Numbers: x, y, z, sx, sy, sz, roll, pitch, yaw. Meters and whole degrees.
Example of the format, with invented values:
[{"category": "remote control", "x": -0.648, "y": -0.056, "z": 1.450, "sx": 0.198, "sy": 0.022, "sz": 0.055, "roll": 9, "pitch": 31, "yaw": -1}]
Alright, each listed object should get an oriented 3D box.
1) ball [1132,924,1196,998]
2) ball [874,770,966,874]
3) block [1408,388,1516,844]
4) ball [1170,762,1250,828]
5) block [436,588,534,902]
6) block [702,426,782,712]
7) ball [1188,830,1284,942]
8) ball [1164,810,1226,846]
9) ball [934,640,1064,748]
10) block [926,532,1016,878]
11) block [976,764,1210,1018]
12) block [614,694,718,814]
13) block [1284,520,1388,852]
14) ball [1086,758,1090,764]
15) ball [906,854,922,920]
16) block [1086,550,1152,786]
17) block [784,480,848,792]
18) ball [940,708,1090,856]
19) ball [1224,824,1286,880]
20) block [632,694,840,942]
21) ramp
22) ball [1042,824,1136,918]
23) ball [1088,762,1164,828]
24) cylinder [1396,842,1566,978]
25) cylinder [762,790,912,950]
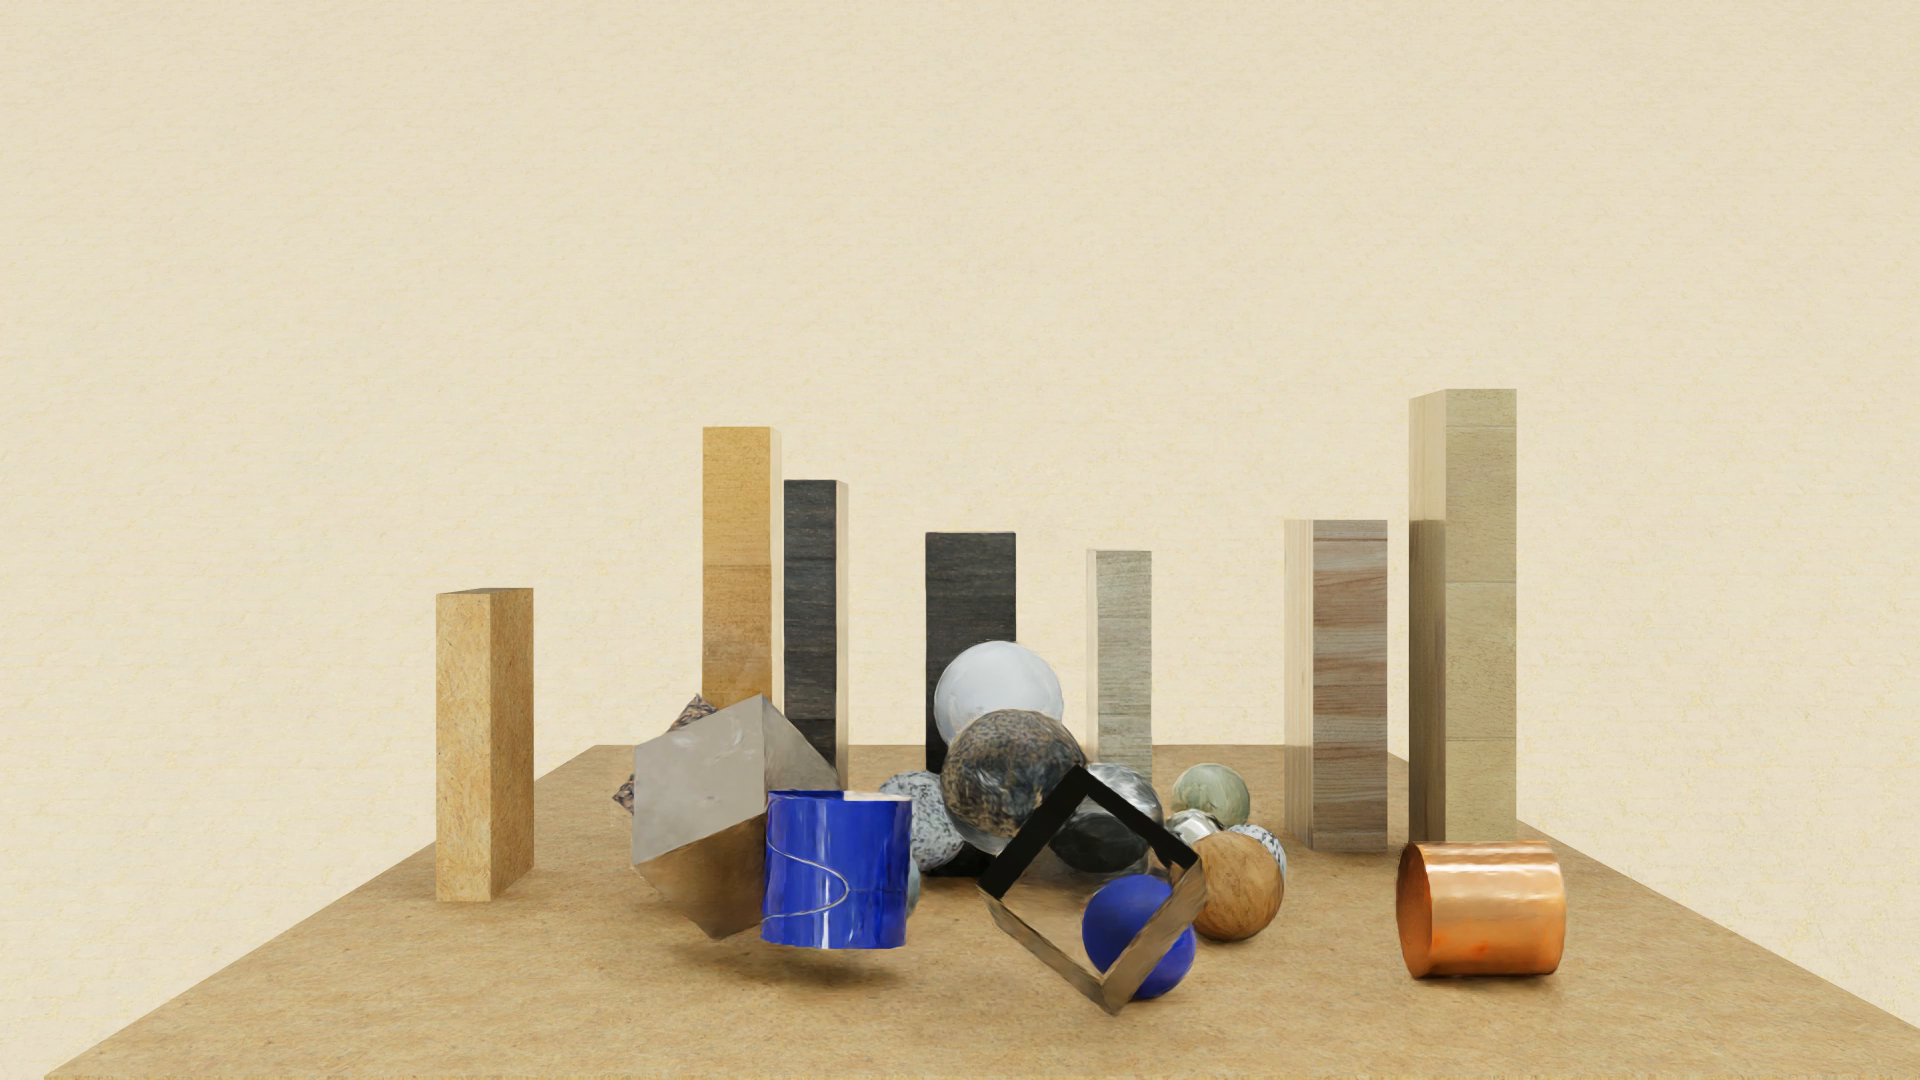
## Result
[{"category": "ball", "x": 0.215, "y": 0.478, "z": 3.066, "sx": 0.130, "sy": 0.130, "sz": 0.130, "roll": 0, "pitch": 29, "yaw": 0}, {"category": "ball", "x": -0.066, "y": 0.438, "z": 4.026, "sx": 0.160, "sy": 0.160, "sz": 0.160, "roll": 0, "pitch": 29, "yaw": 0}, {"category": "block", "x": 0.834, "y": 0.147, "z": 4.307, "sx": 0.114, "sy": 0.779, "sz": 0.339, "roll": 0, "pitch": 0, "yaw": 0}, {"category": "ball", "x": 0.442, "y": 0.464, "z": 4.565, "sx": 0.142, "sy": 0.142, "sz": 0.142, "roll": 0, "pitch": 29, "yaw": 0}, {"category": "block", "x": -0.742, "y": 0.309, "z": 4.057, "sx": 0.081, "sy": 0.459, "sz": 0.397, "roll": 0, "pitch": 0, "yaw": 0}, {"category": "block", "x": -0.376, "y": 0.172, "z": 4.489, "sx": 0.115, "sy": 0.727, "sz": 0.270, "roll": 0, "pitch": 0, "yaw": 0}, {"category": "ball", "x": 0.362, "y": 0.467, "z": 3.486, "sx": 0.148, "sy": 0.148, "sz": 0.148, "roll": 0, "pitch": 29, "yaw": 0}, {"category": "ball", "x": 0.360, "y": 0.477, "z": 4.006, "sx": 0.119, "sy": 0.119, "sz": 0.119, "roll": 0, "pitch": 29, "yaw": 0}, {"category": "ball", "x": 0.060, "y": 0.256, "z": 3.986, "sx": 0.201, "sy": 0.201, "sz": 0.201, "roll": 0, "pitch": 29, "yaw": 0}, {"category": "block", "x": 0.018, "y": 0.262, "z": 4.255, "sx": 0.144, "sy": 0.550, "sz": 0.266, "roll": 0, "pitch": 0, "yaw": 0}, {"category": "block", "x": 0.149, "y": 0.389, "z": 2.858, "sx": 0.172, "sy": 0.172, "sz": 0.172, "roll": 36, "pitch": 76, "yaw": 21}, {"category": "block", "x": -0.358, "y": 0.379, "z": 3.816, "sx": 0.194, "sy": 0.194, "sz": 0.194, "roll": 36, "pitch": 80, "yaw": 12}, {"category": "block", "x": 0.670, "y": 0.249, "z": 4.635, "sx": 0.128, "sy": 0.571, "sz": 0.393, "roll": 0, "pitch": 0, "yaw": 0}, {"category": "ball", "x": 0.140, "y": 0.383, "z": 4.071, "sx": 0.144, "sy": 0.144, "sz": 0.144, "roll": 0, "pitch": 29, "yaw": 0}, {"category": "ball", "x": -0.121, "y": 0.473, "z": 3.552, "sx": 0.135, "sy": 0.135, "sz": 0.135, "roll": 0, "pitch": 29, "yaw": 0}, {"category": "block", "x": 0.253, "y": 0.277, "z": 4.159, "sx": 0.084, "sy": 0.521, "sz": 0.334, "roll": 0, "pitch": 0, "yaw": 0}, {"category": "block", "x": -0.230, "y": 0.222, "z": 4.195, "sx": 0.081, "sy": 0.631, "sz": 0.445, "roll": 0, "pitch": 0, "yaw": 0}, {"category": "ball", "x": 0.067, "y": 0.294, "z": 3.123, "sx": 0.181, "sy": 0.181, "sz": 0.181, "roll": 0, "pitch": 29, "yaw": 0}, {"category": "ball", "x": 0.425, "y": 0.480, "z": 3.832, "sx": 0.118, "sy": 0.118, "sz": 0.118, "roll": 0, "pitch": 29, "yaw": 0}, {"category": "block", "x": -0.291, "y": 0.366, "z": 3.403, "sx": 0.199, "sy": 0.199, "sz": 0.199, "roll": -23, "pitch": 43, "yaw": 17}, {"category": "ramp", "x": 0.065, "y": 0.585, "z": 4.634, "sx": 2.000, "sy": 0.100, "sz": 4.000, "roll": 0, "pitch": 0, "yaw": 0}, {"category": "ball", "x": 0.185, "y": 0.473, "z": 3.689, "sx": 0.134, "sy": 0.134, "sz": 0.134, "roll": 0, "pitch": 29, "yaw": 0}, {"category": "ball", "x": 0.217, "y": 0.427, "z": 3.901, "sx": 0.183, "sy": 0.183, "sz": 0.183, "roll": 0, "pitch": 29, "yaw": 0}, {"category": "cylinder", "x": 0.642, "y": 0.457, "z": 3.197, "sx": 0.165, "sy": 0.165, "sz": 0.165, "roll": 0, "pitch": 29, "yaw": -6}, {"category": "cylinder", "x": -0.153, "y": 0.407, "z": 3.214, "sx": 0.180, "sy": 0.180, "sz": 0.180, "roll": 3, "pitch": -2, "yaw": 0}]
